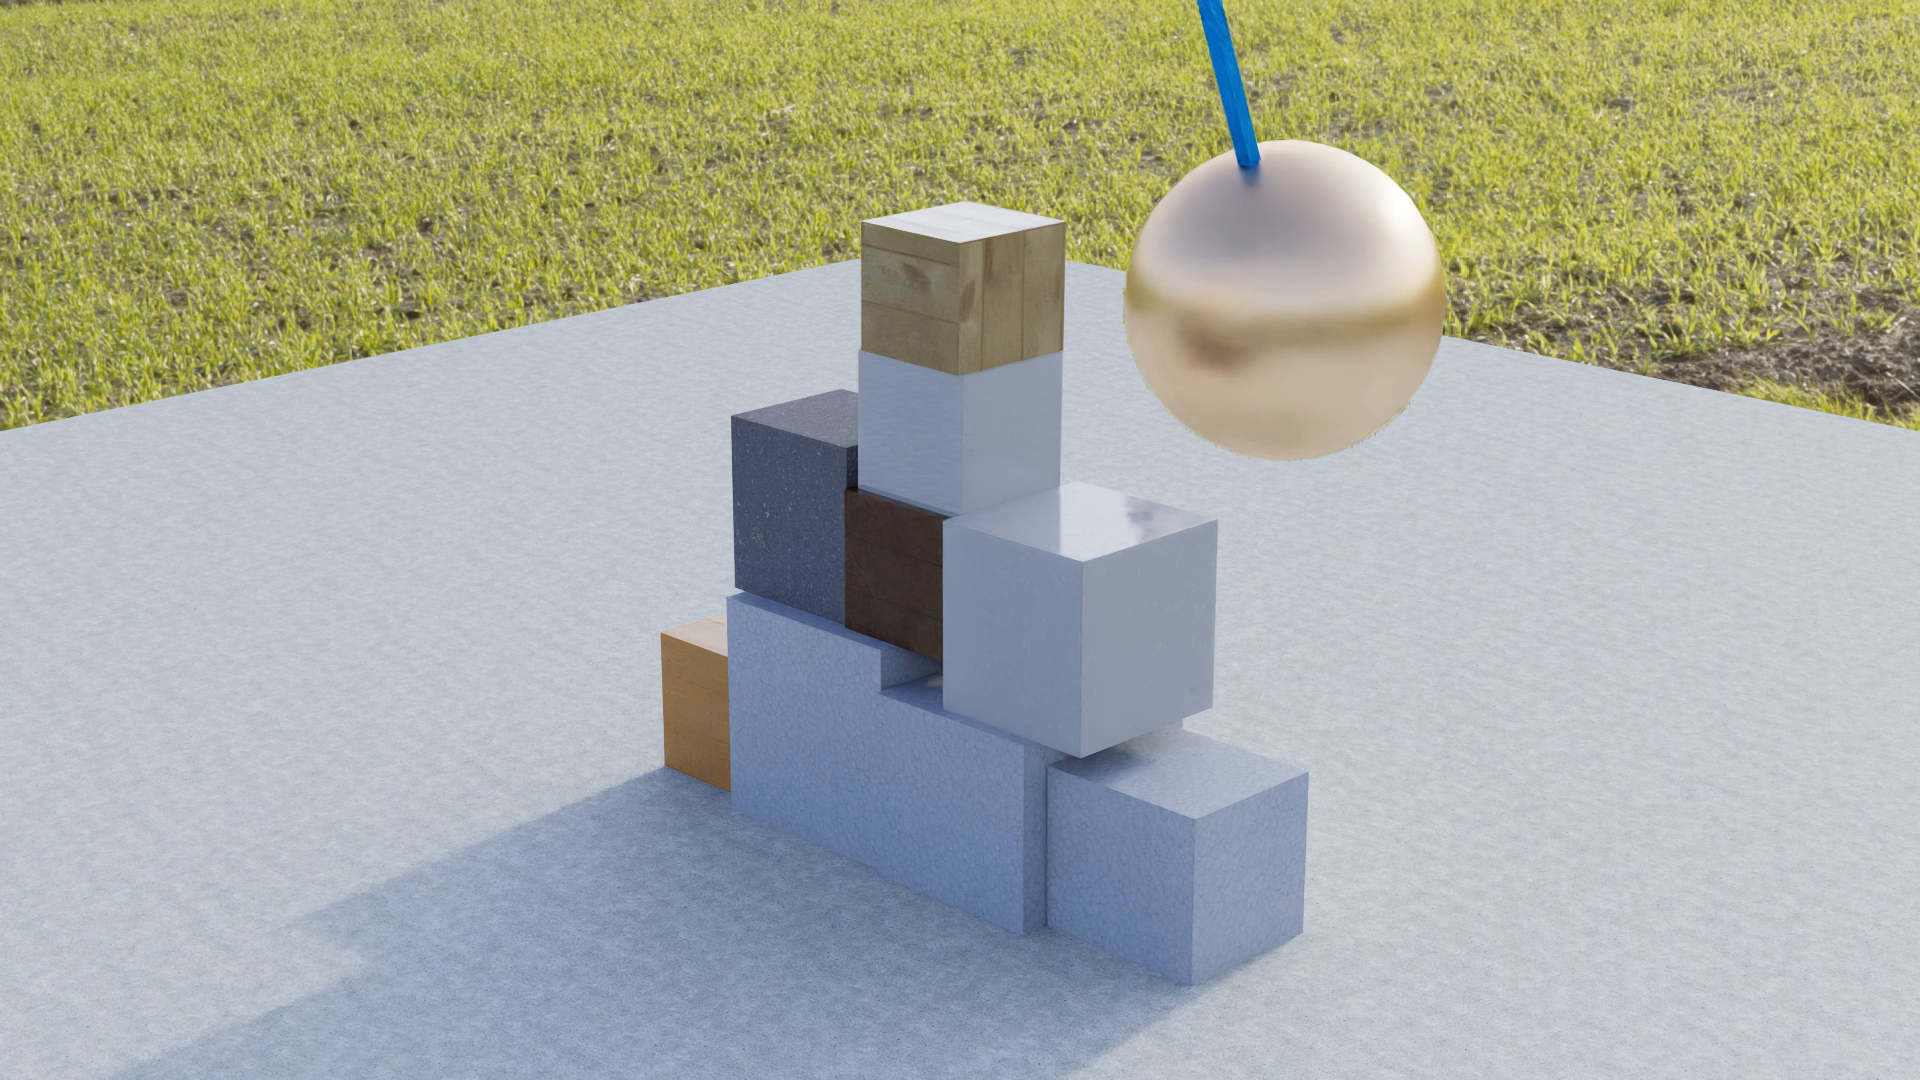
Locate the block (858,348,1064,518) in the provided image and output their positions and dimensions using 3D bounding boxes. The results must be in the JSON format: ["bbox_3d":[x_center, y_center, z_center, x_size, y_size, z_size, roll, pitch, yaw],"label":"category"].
[{"bbox_3d":[-0.001,-0.535,13.152,0.626,0.648,0.665,-17,25,-42],"label":"block"}]

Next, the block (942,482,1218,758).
[{"bbox_3d":[0.524,0.329,12.873,0.865,0.875,0.829,-17,24,-42],"label":"block"}]

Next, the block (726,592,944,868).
[{"bbox_3d":[-0.392,0.795,14.015,0.961,1.079,1.061,-17,24,-42],"label":"block"}]

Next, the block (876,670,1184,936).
[{"bbox_3d":[0.318,1.098,13.369,1.048,0.889,0.923,-17,24,-42],"label":"block"}]

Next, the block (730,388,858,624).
[{"bbox_3d":[-0.544,-0.169,13.863,0.708,0.852,0.797,-17,24,-42],"label":"block"}]

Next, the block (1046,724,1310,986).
[{"bbox_3d":[0.942,1.350,12.779,0.749,0.761,0.843,-17,24,-42],"label":"block"}]

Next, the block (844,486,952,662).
[{"bbox_3d":[-0.014,0.084,13.370,0.749,0.665,0.696,-17,25,-42],"label":"block"}]

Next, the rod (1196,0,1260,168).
[{"bbox_3d":[0.703,-3.915,12.848,0.080,5.200,0.080,17,46,42],"label":"rod"}]

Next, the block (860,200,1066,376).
[{"bbox_3d":[0.013,-1.123,12.970,0.662,0.584,0.613,-17,25,-42],"label":"block"}]

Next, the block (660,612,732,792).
[{"bbox_3d":[-0.997,0.787,14.661,0.729,0.708,0.649,-17,24,-42],"label":"block"}]

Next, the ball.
[{"bbox_3d":[1.623,-1.194,14.667,1.600,1.600,1.600,0,17,0],"label":"ball"}]
